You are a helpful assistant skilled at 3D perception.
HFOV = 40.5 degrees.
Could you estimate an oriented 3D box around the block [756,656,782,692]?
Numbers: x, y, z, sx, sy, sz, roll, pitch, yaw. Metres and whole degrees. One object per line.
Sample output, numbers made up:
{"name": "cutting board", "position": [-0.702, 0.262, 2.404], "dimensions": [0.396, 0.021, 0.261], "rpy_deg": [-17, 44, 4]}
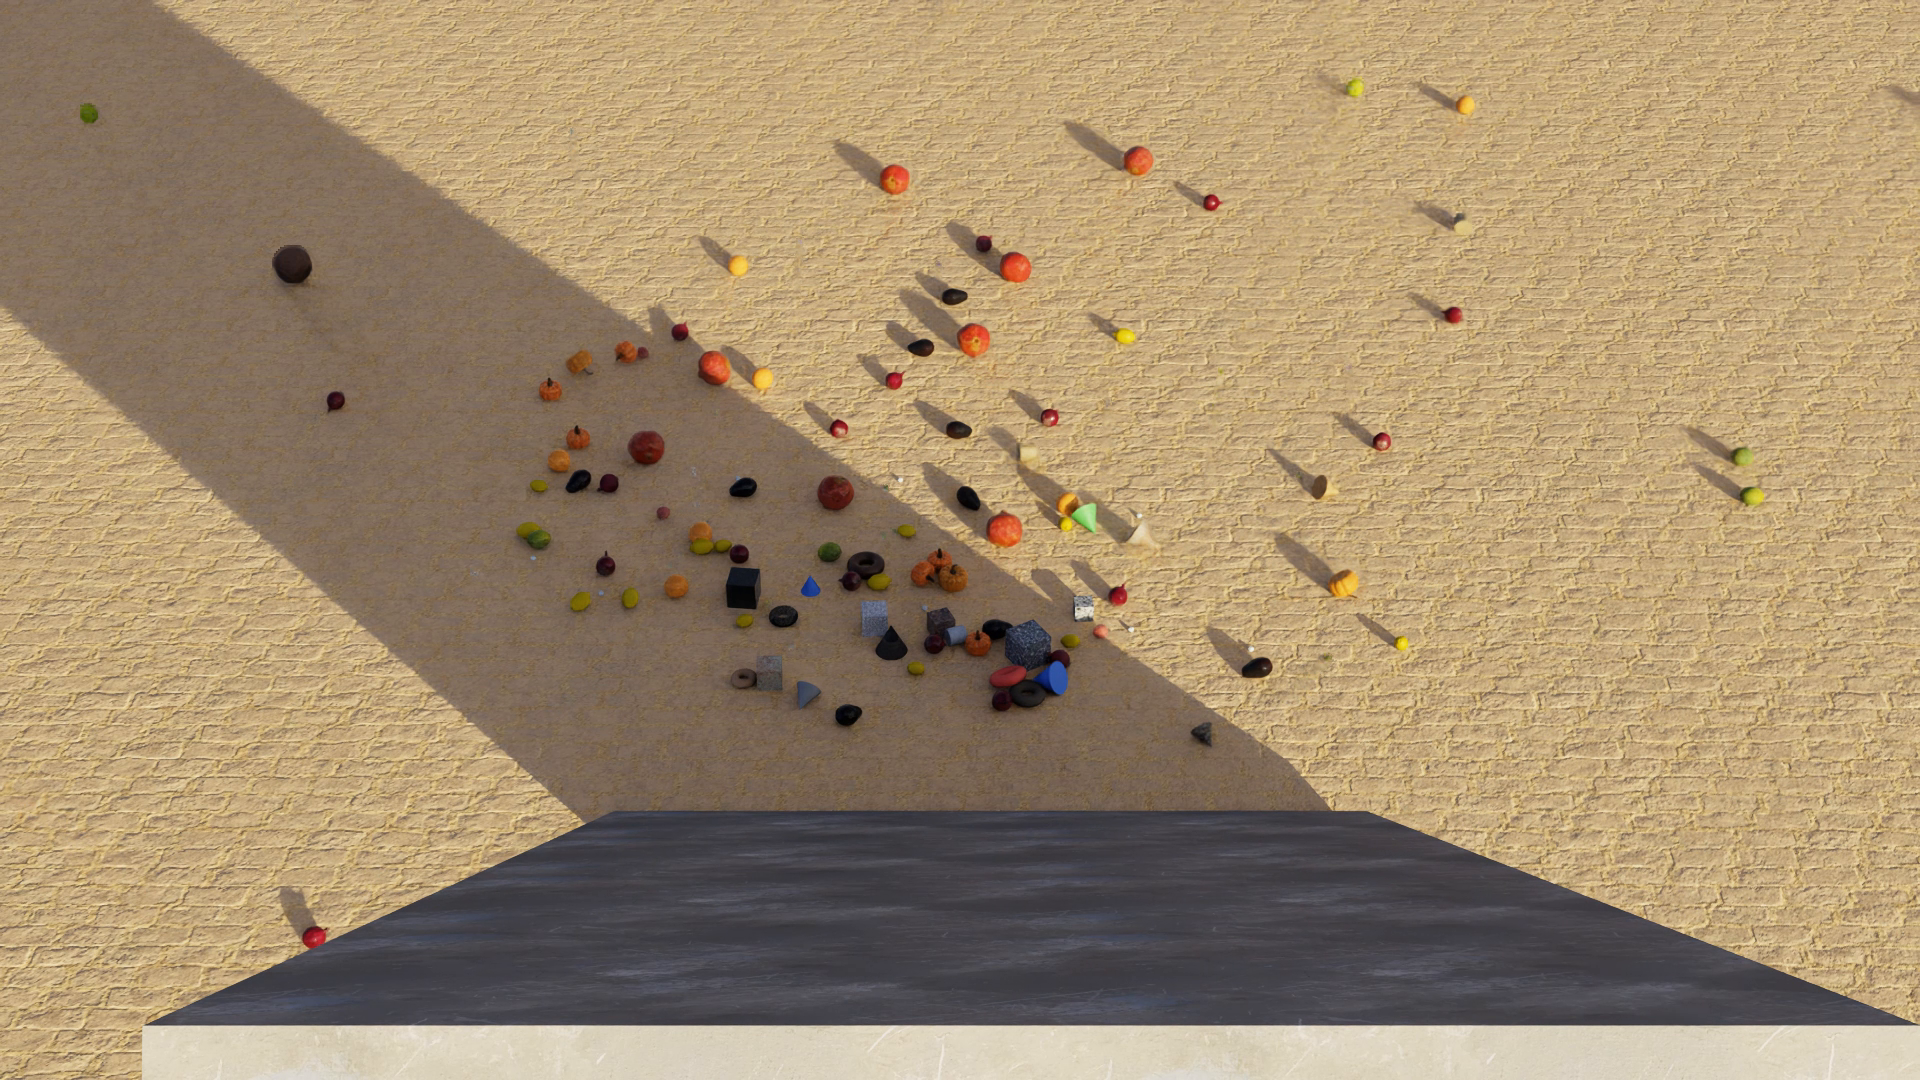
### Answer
{"name": "block", "position": [-0.545, 0.381, 7.443], "dimensions": [0.071, 0.071, 0.071], "rpy_deg": [-2, 37, -2]}

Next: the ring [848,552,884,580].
{"name": "ring", "position": [-0.285, 0.076, 7.877], "dimensions": [0.115, 0.038, 0.115], "rpy_deg": [-1, 36, 1]}

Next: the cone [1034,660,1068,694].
{"name": "cone", "position": [0.241, 0.399, 7.442], "dimensions": [0.096, 0.096, 0.096], "rpy_deg": [-9, 28, 34]}

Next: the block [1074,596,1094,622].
{"name": "block", "position": [0.365, 0.203, 7.694], "dimensions": [0.055, 0.055, 0.055], "rpy_deg": [-2, 37, -3]}

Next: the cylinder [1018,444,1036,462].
{"name": "cylinder", "position": [0.215, -0.281, 8.341], "dimensions": [0.052, 0.052, 0.052], "rpy_deg": [-5, 37, -7]}

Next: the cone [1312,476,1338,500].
{"name": "cone", "position": [1.164, -0.158, 8.192], "dimensions": [0.078, 0.078, 0.078], "rpy_deg": [14, 30, -28]}

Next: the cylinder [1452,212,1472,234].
{"name": "cylinder", "position": [1.837, -1.157, 9.504], "dimensions": [0.060, 0.060, 0.060], "rpy_deg": [12, 58, 15]}

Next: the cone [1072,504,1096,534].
{"name": "cone", "position": [0.401, -0.053, 8.050], "dimensions": [0.085, 0.085, 0.085], "rpy_deg": [-17, 67, -21]}

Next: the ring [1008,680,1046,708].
{"name": "ring", "position": [0.191, 0.436, 7.399], "dimensions": [0.106, 0.035, 0.106], "rpy_deg": [1, 36, -1]}

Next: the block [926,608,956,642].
{"name": "block", "position": [-0.055, 0.248, 7.626], "dimensions": [0.064, 0.064, 0.064], "rpy_deg": [-14, 39, -18]}

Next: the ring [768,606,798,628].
{"name": "ring", "position": [-0.522, 0.225, 7.686], "dimensions": [0.087, 0.029, 0.087], "rpy_deg": [-1, 37, 1]}

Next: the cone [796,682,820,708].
{"name": "cone", "position": [-0.442, 0.451, 7.381], "dimensions": [0.074, 0.074, 0.074], "rpy_deg": [14, 66, 18]}

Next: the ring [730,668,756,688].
{"name": "ring", "position": [-0.619, 0.397, 7.460], "dimensions": [0.077, 0.026, 0.077], "rpy_deg": [-1, 36, 1]}

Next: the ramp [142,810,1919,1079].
{"name": "ramp", "position": [0.081, 0.683, 4.920], "dimensions": [2.000, 0.100, 4.000], "rpy_deg": [0, -2, 0]}

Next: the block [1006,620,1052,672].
{"name": "block", "position": [0.197, 0.307, 7.521], "dimensions": [0.096, 0.096, 0.096], "rpy_deg": [-20, 41, -24]}

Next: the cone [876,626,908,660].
{"name": "cone", "position": [-0.199, 0.284, 7.553], "dimensions": [0.094, 0.094, 0.094], "rpy_deg": [0, 37, 0]}

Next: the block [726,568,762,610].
{"name": "block", "position": [-0.644, 0.144, 7.747], "dimensions": [0.086, 0.086, 0.086], "rpy_deg": [4, 37, 5]}

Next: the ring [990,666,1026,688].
{"name": "ring", "position": [0.138, 0.390, 7.434], "dimensions": [0.110, 0.037, 0.110], "rpy_deg": [-16, 12, 4]}

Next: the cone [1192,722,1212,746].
{"name": "cone", "position": [0.688, 0.550, 7.252], "dimensions": [0.064, 0.064, 0.064], "rpy_deg": [-17, 67, -21]}

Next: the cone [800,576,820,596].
{"name": "cone", "position": [-0.448, 0.129, 7.789], "dimensions": [0.060, 0.060, 0.060], "rpy_deg": [0, 37, 0]}

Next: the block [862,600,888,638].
{"name": "block", "position": [-0.251, 0.231, 7.640], "dimensions": [0.074, 0.074, 0.074], "rpy_deg": [-2, 37, -3]}
